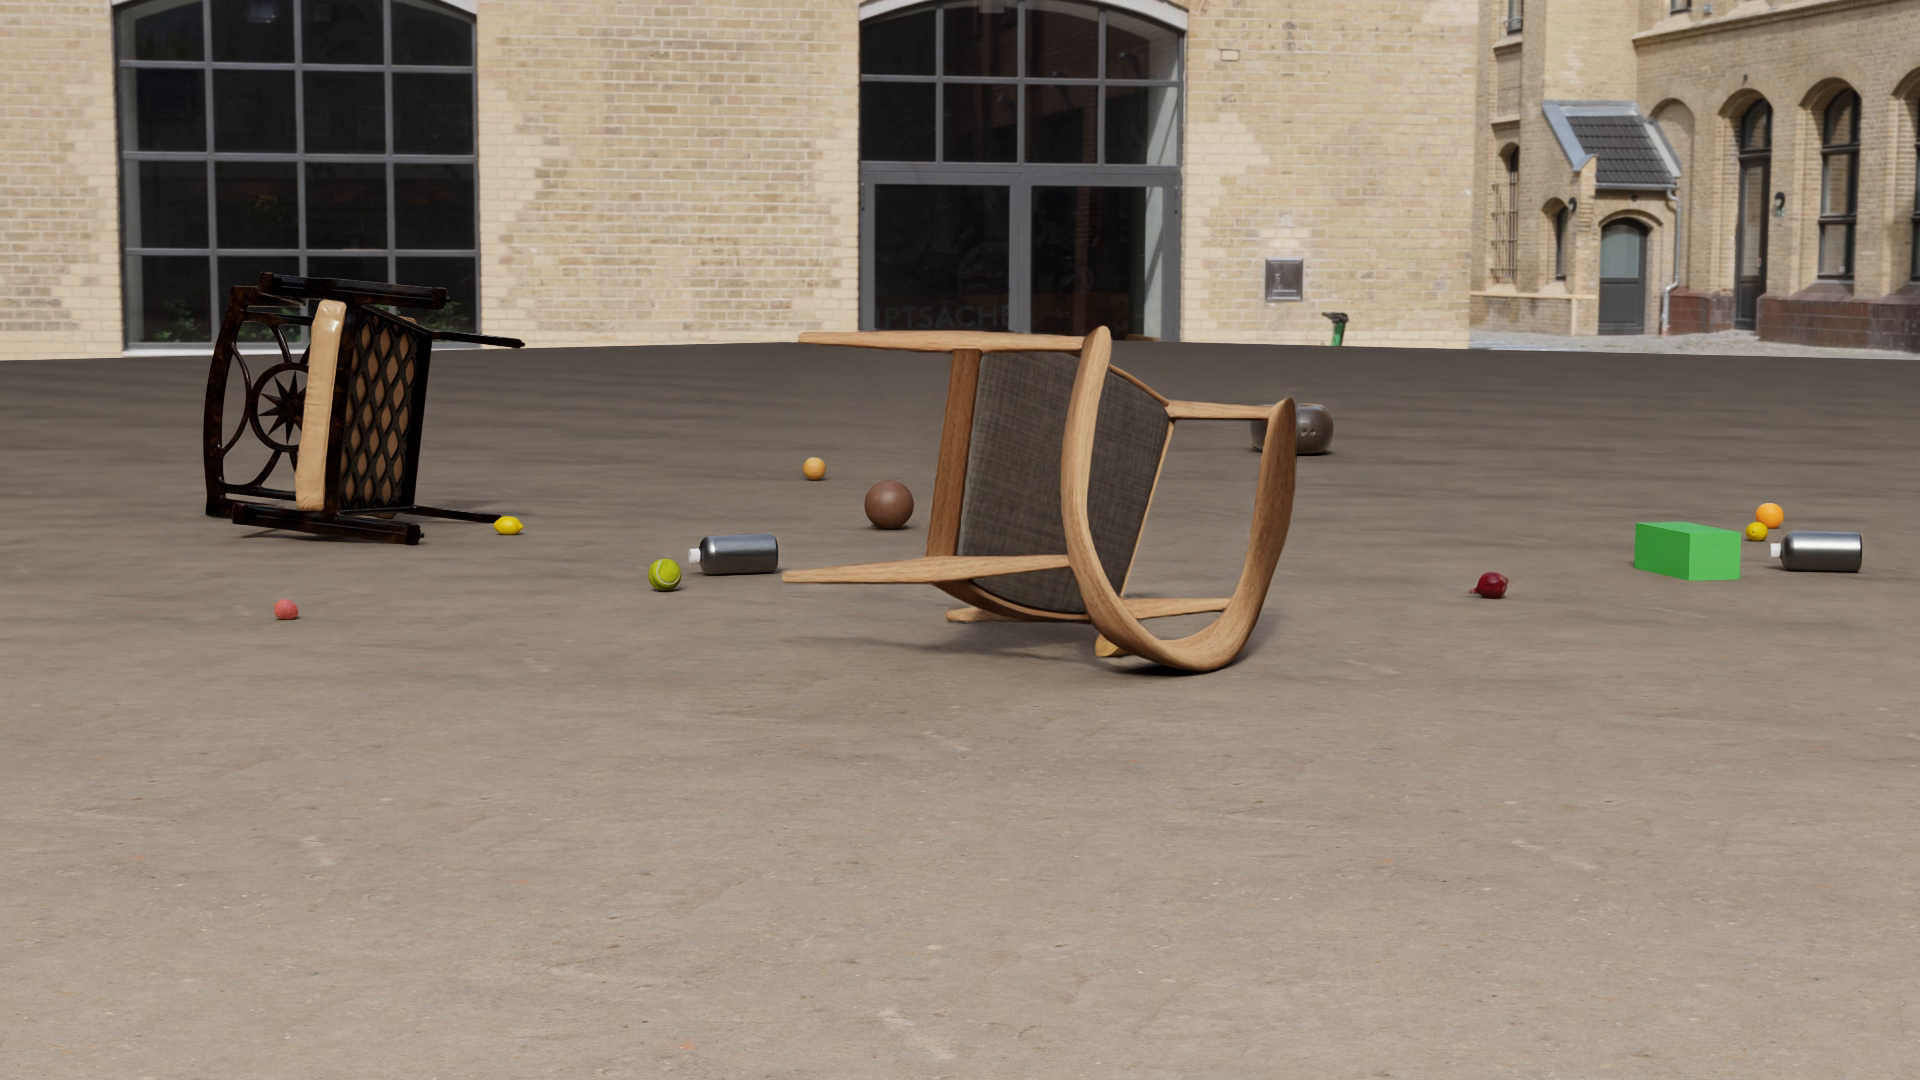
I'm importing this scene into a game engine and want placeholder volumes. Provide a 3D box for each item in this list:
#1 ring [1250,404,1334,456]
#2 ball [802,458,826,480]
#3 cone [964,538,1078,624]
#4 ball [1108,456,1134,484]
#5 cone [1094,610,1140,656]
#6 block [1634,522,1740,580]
[{"bbox_3d":[1.239,-0.415,9.583,0.291,0.178,0.535,-2,5,-6],"label":"ring"},{"bbox_3d":[-0.469,-0.230,8.272,0.076,0.076,0.076,0,6,0],"label":"ball"},{"bbox_3d":[0.085,0.110,5.003,0.162,0.138,0.345,-12,11,31],"label":"cone"},{"bbox_3d":[0.508,-0.218,8.102,0.088,0.088,0.088,0,6,0],"label":"ball"},{"bbox_3d":[0.291,0.181,4.471,0.065,0.095,0.093,37,-6,-24],"label":"cone"},{"bbox_3d":[1.610,0.023,5.686,0.121,0.102,0.249,-1,6,-12],"label":"block"}]
